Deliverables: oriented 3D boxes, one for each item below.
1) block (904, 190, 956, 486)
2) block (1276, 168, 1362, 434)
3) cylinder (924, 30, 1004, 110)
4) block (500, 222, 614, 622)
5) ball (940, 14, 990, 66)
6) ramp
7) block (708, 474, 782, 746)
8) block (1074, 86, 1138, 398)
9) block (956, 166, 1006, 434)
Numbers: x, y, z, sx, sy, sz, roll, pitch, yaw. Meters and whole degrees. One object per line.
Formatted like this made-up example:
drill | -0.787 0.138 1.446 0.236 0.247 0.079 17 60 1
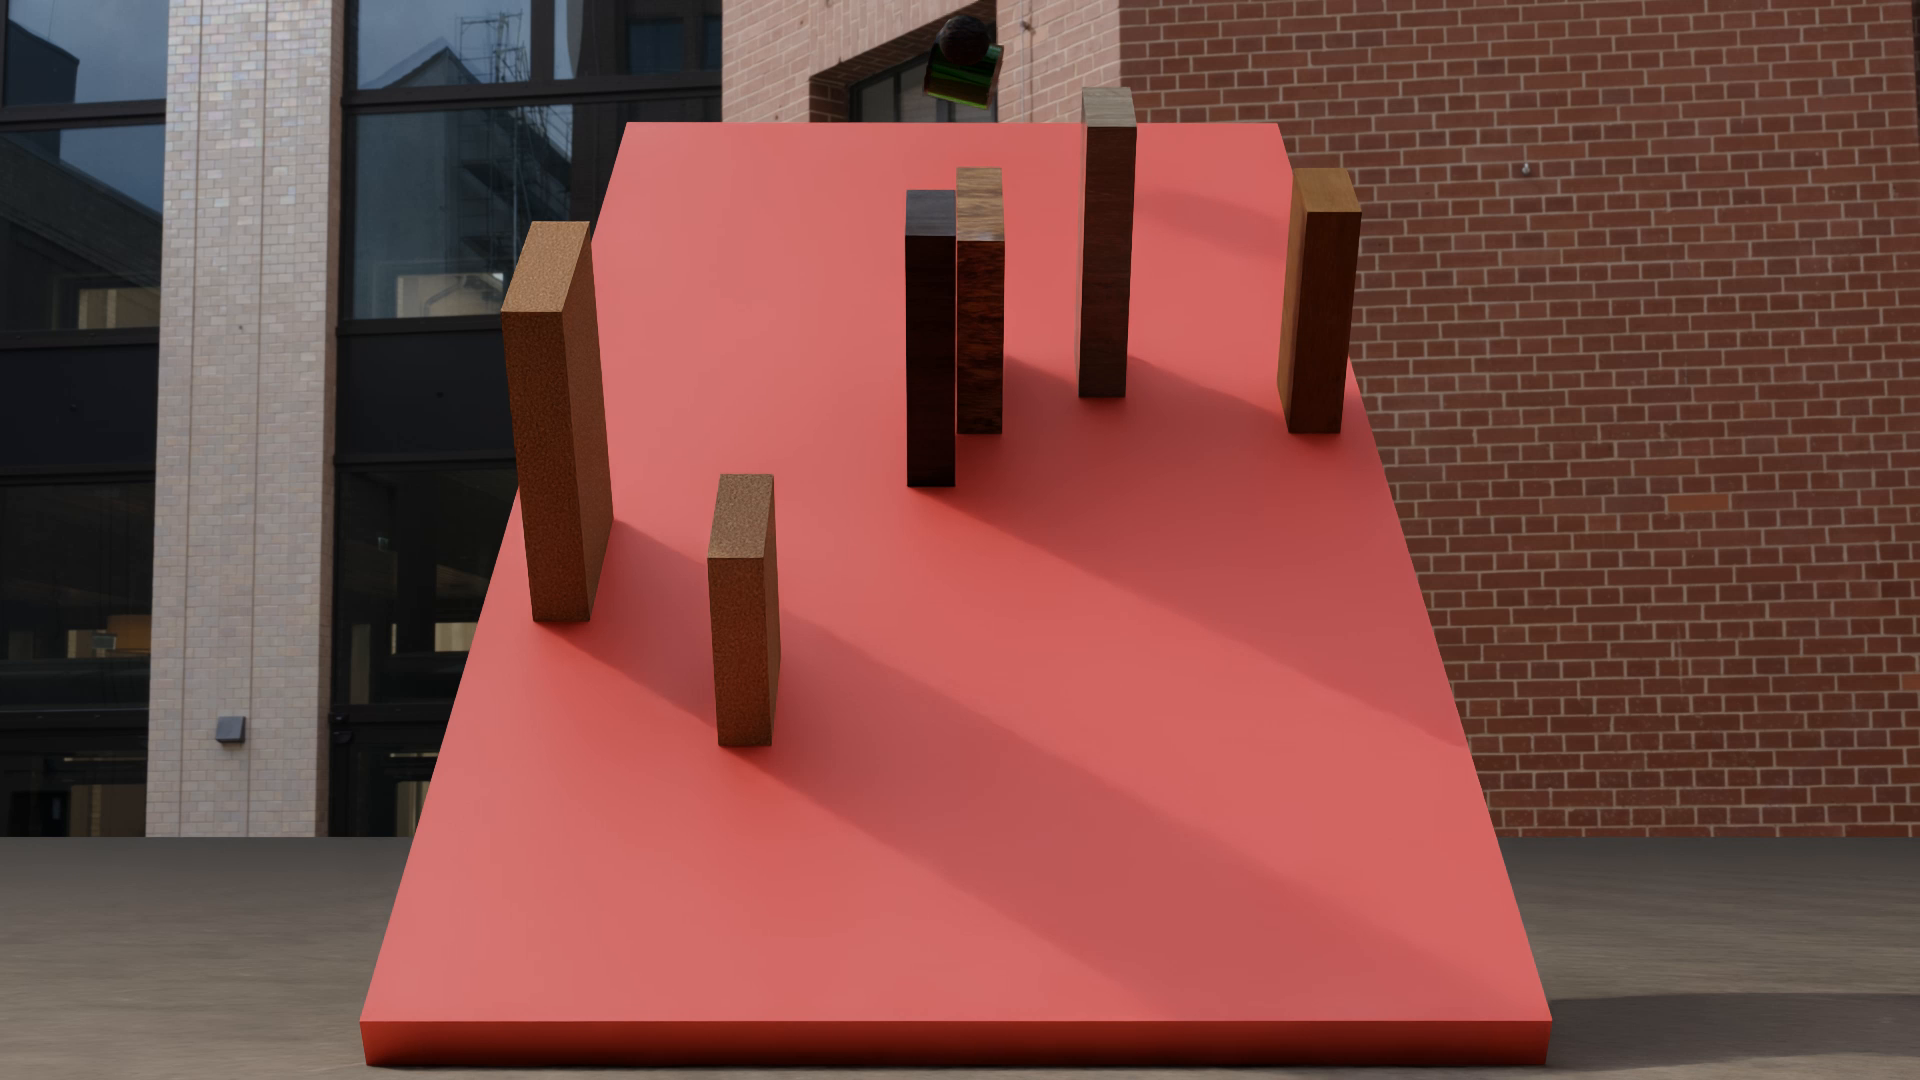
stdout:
block | -0.065 -0.456 5.545 0.111 0.628 0.249 0 31 0
block | 0.848 -0.566 5.784 0.124 0.573 0.254 0 31 0
cylinder | 0.012 -1.393 7.228 0.193 0.193 0.193 15 -6 4
block | -0.836 -0.248 5.112 0.119 0.721 0.427 0 31 0
ball | 0.013 -1.413 6.900 0.143 0.143 0.143 0 -7 0
ramp | -0.014 -0.196 5.818 2.000 0.100 4.000 0 31 0
block | -0.419 0.135 4.767 0.104 0.431 0.312 0 31 0
block | 0.348 -0.716 5.900 0.115 0.705 0.251 0 31 0
block | 0.046 -0.580 5.870 0.110 0.502 0.430 0 31 0
